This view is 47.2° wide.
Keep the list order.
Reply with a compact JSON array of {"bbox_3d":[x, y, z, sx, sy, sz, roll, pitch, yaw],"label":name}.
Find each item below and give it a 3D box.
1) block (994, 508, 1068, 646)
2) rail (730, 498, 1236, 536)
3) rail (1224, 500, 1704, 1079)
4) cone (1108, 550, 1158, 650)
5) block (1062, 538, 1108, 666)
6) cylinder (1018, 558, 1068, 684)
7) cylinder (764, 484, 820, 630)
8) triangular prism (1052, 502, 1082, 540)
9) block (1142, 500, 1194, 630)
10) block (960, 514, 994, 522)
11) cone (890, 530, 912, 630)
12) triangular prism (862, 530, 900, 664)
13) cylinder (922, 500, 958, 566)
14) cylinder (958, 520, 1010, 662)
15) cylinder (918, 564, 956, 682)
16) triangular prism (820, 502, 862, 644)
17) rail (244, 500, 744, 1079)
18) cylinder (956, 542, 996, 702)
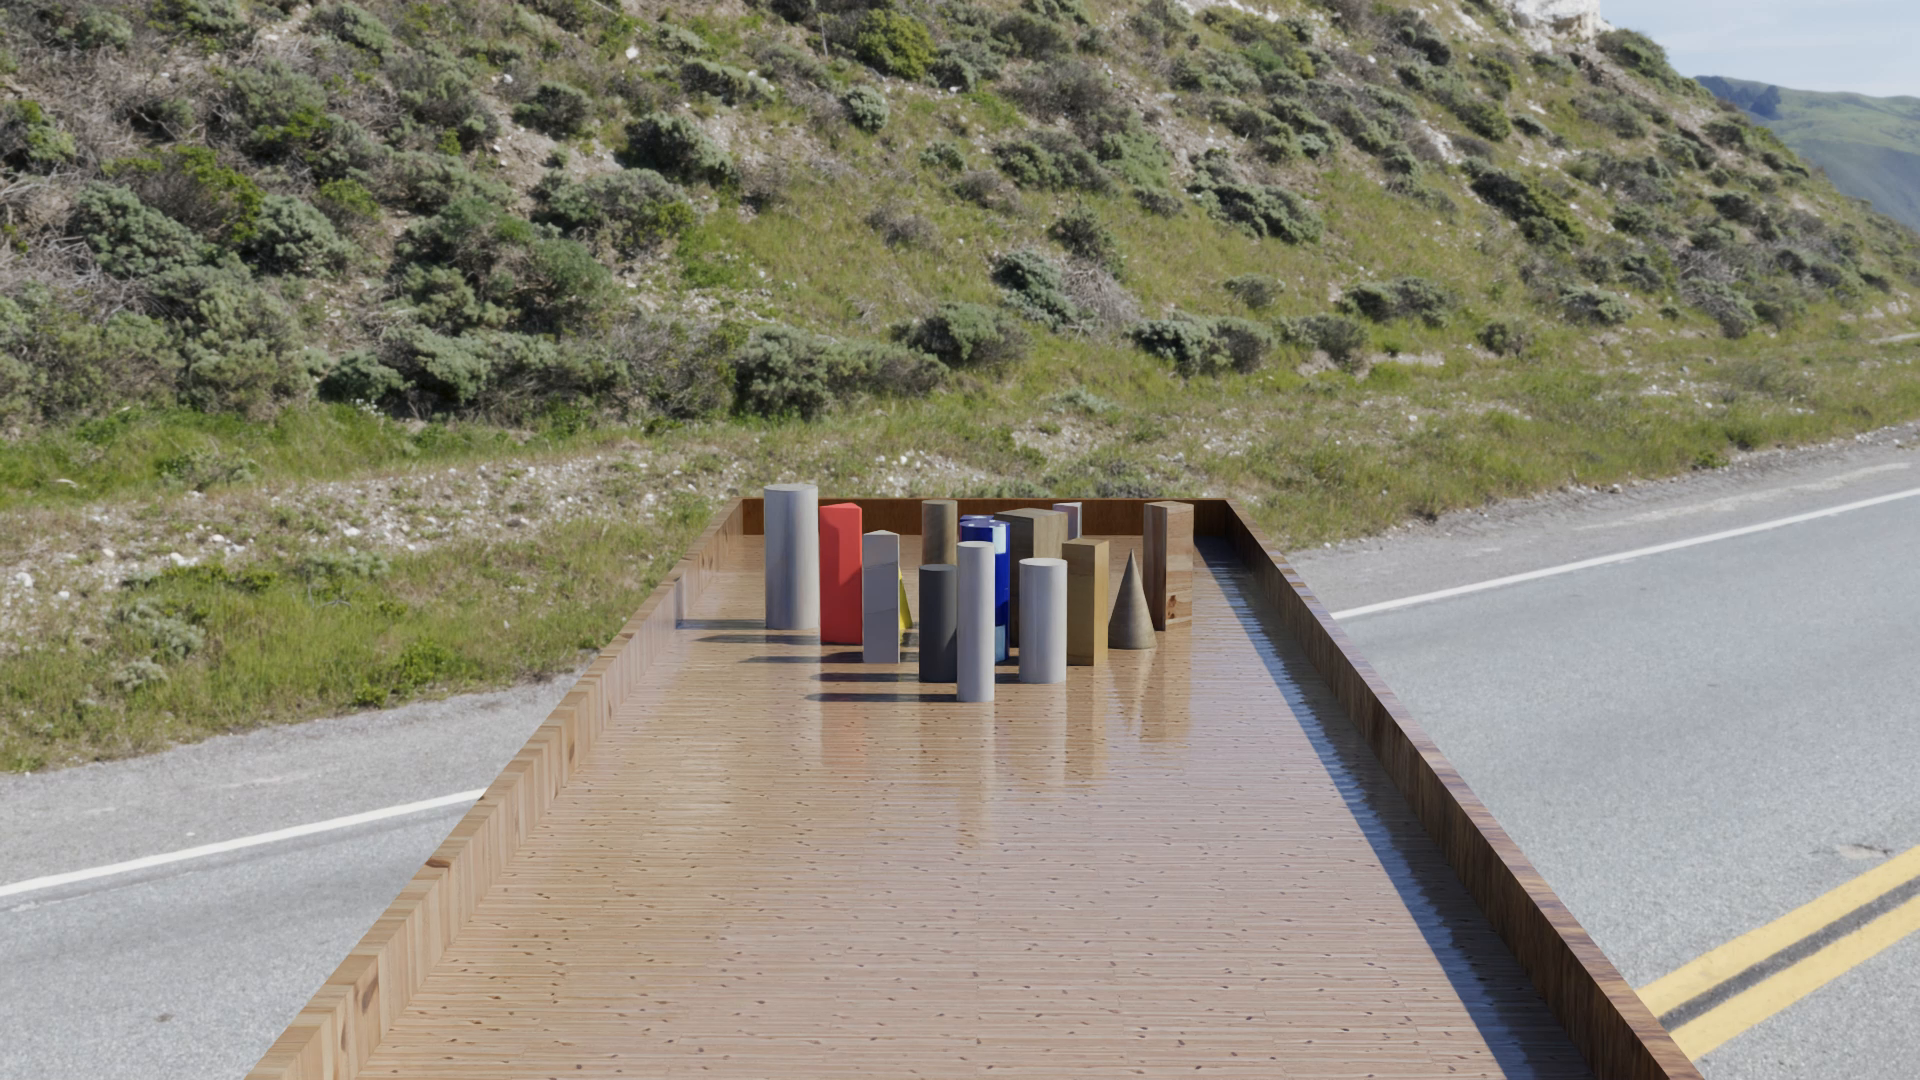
[{"bbox_3d":[0.224,0.117,6.960,0.165,0.410,0.165,8,12,42],"label":"block"},{"bbox_3d":[0.099,-0.098,9.147,2.100,0.150,0.050,0,9,1],"label":"rail"},{"bbox_3d":[1.046,0.843,3.208,0.050,0.150,12.000,0,9,1],"label":"rail"},{"bbox_3d":[0.538,0.176,6.909,0.173,0.310,0.173,0,9,0],"label":"cone"},{"bbox_3d":[0.378,0.187,6.654,0.108,0.368,0.108,4,10,26],"label":"block"},{"bbox_3d":[0.242,0.235,6.417,0.140,0.348,0.140,0,9,0],"label":"cylinder"},{"bbox_3d":[-0.552,0.053,7.209,0.177,0.458,0.177,0,9,0],"label":"cylinder"},{"bbox_3d":[0.371,0.080,7.217,0.104,0.402,0.090,7,11,37],"label":"triangular prism"},{"bbox_3d":[0.679,0.083,7.192,0.115,0.405,0.115,-7,11,-36],"label":"block"},{"bbox_3d":[0.056,0.104,7.201,0.101,0.360,0.101,1,9,7],"label":"block"},{"bbox_3d":[-0.226,0.125,7.211,0.142,0.316,0.142,0,9,0],"label":"cone"},{"bbox_3d":[-0.237,0.171,6.670,0.107,0.394,0.093,0,9,0],"label":"triangular prism"},{"bbox_3d":[-0.064,0.102,6.924,0.112,0.451,0.112,0,9,0],"label":"cylinder"},{"bbox_3d":[0.075,0.155,6.706,0.156,0.414,0.156,0,9,0],"label":"cylinder"},{"bbox_3d":[-0.061,0.242,6.428,0.118,0.330,0.118,0,9,0],"label":"cylinder"},{"bbox_3d":[-0.362,0.103,6.982,0.136,0.432,0.118,2,9,14],"label":"triangular prism"},{"bbox_3d":[-1.004,0.839,3.234,0.050,0.150,12.000,0,9,1],"label":"rail"},{"bbox_3d":[0.044,0.229,6.160,0.107,0.440,0.107,0,9,0],"label":"cylinder"}]
